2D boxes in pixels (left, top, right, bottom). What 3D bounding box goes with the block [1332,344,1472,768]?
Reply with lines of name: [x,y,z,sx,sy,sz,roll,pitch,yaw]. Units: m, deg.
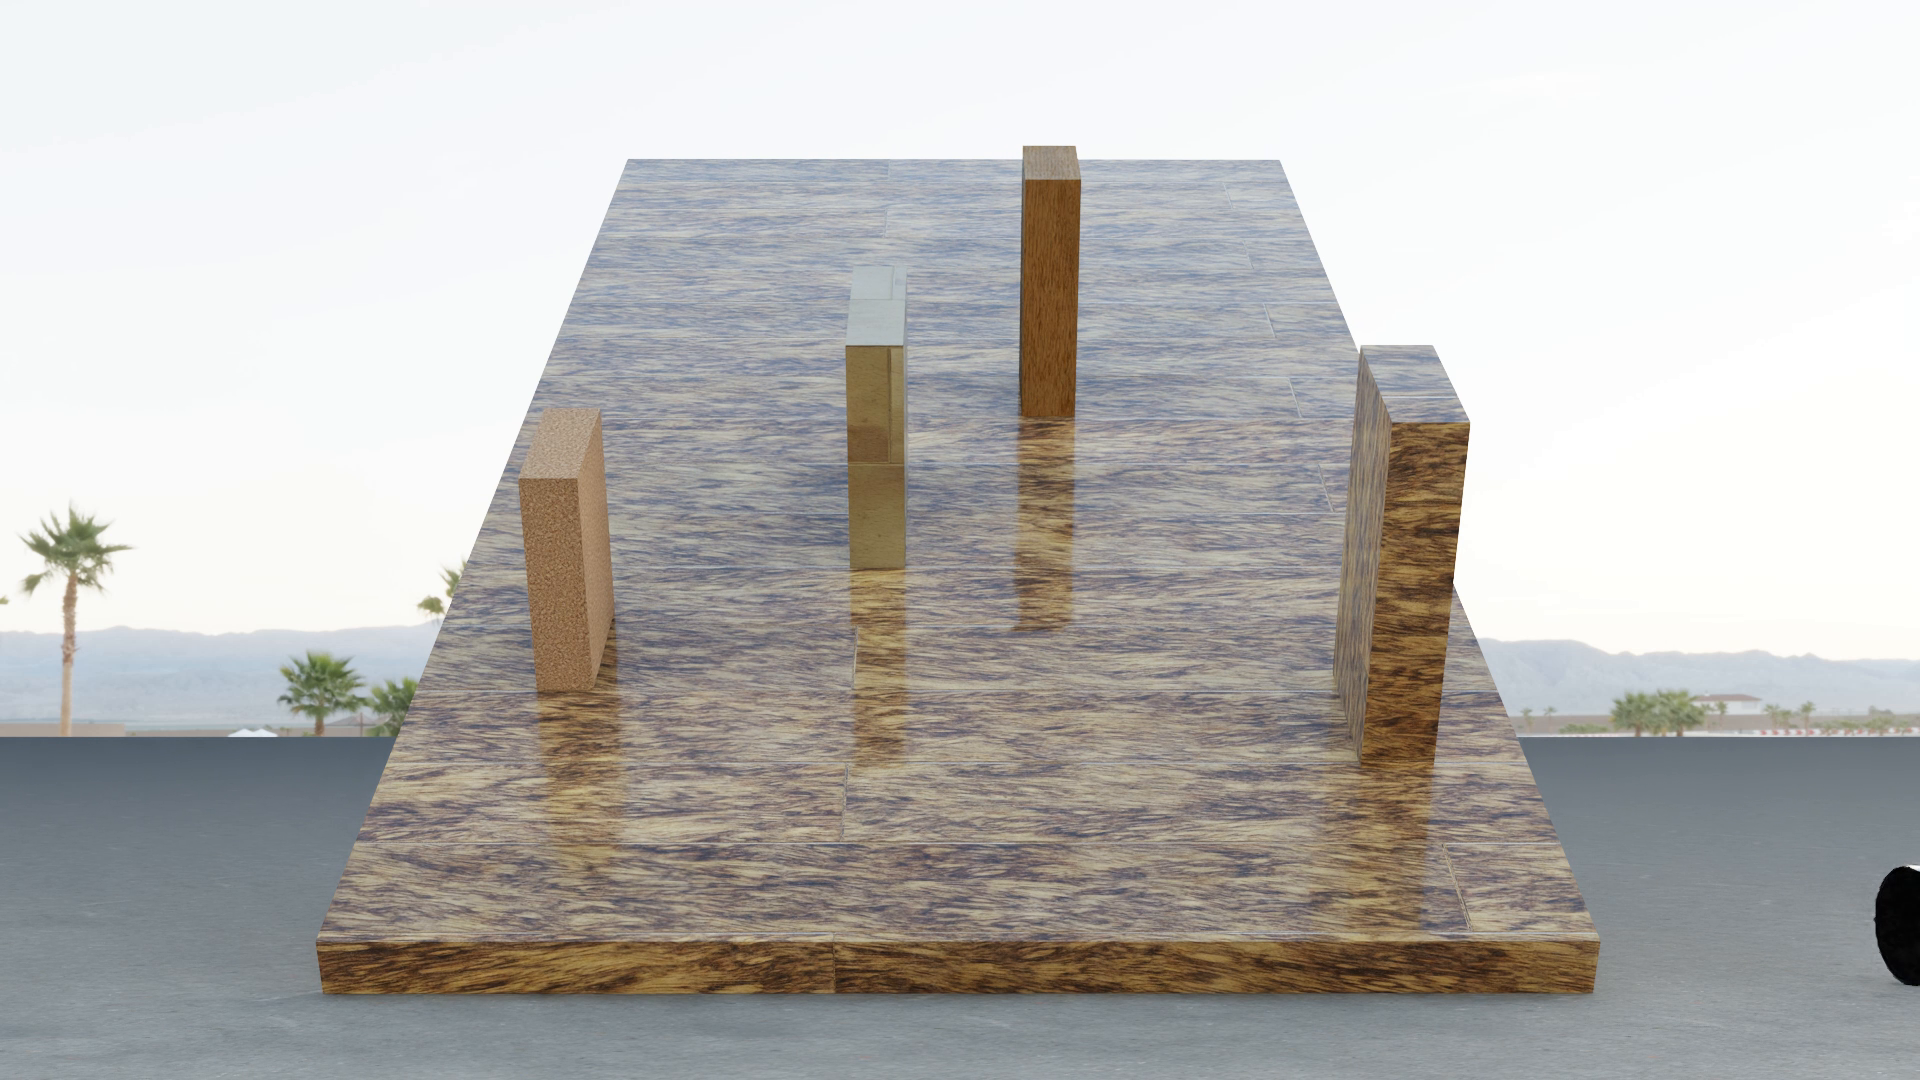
block: [0.764,0.029,4.138,0.128,0.660,0.337,0,27,0]

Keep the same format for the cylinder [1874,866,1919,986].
cylinder: [1.634,0.628,3.859,0.193,0.193,0.193,1,-5,-10]

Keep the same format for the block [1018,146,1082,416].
block: [0.206,-0.600,5.485,0.124,0.573,0.254,0,27,0]

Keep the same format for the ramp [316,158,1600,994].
ramp: [-0.010,-0.227,5.491,2.000,0.100,4.000,0,27,0]

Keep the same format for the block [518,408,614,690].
block: [-0.730,0.014,4.415,0.104,0.431,0.312,0,27,0]

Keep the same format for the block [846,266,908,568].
block: [-0.168,-0.260,4.903,0.112,0.486,0.445,0,27,0]
